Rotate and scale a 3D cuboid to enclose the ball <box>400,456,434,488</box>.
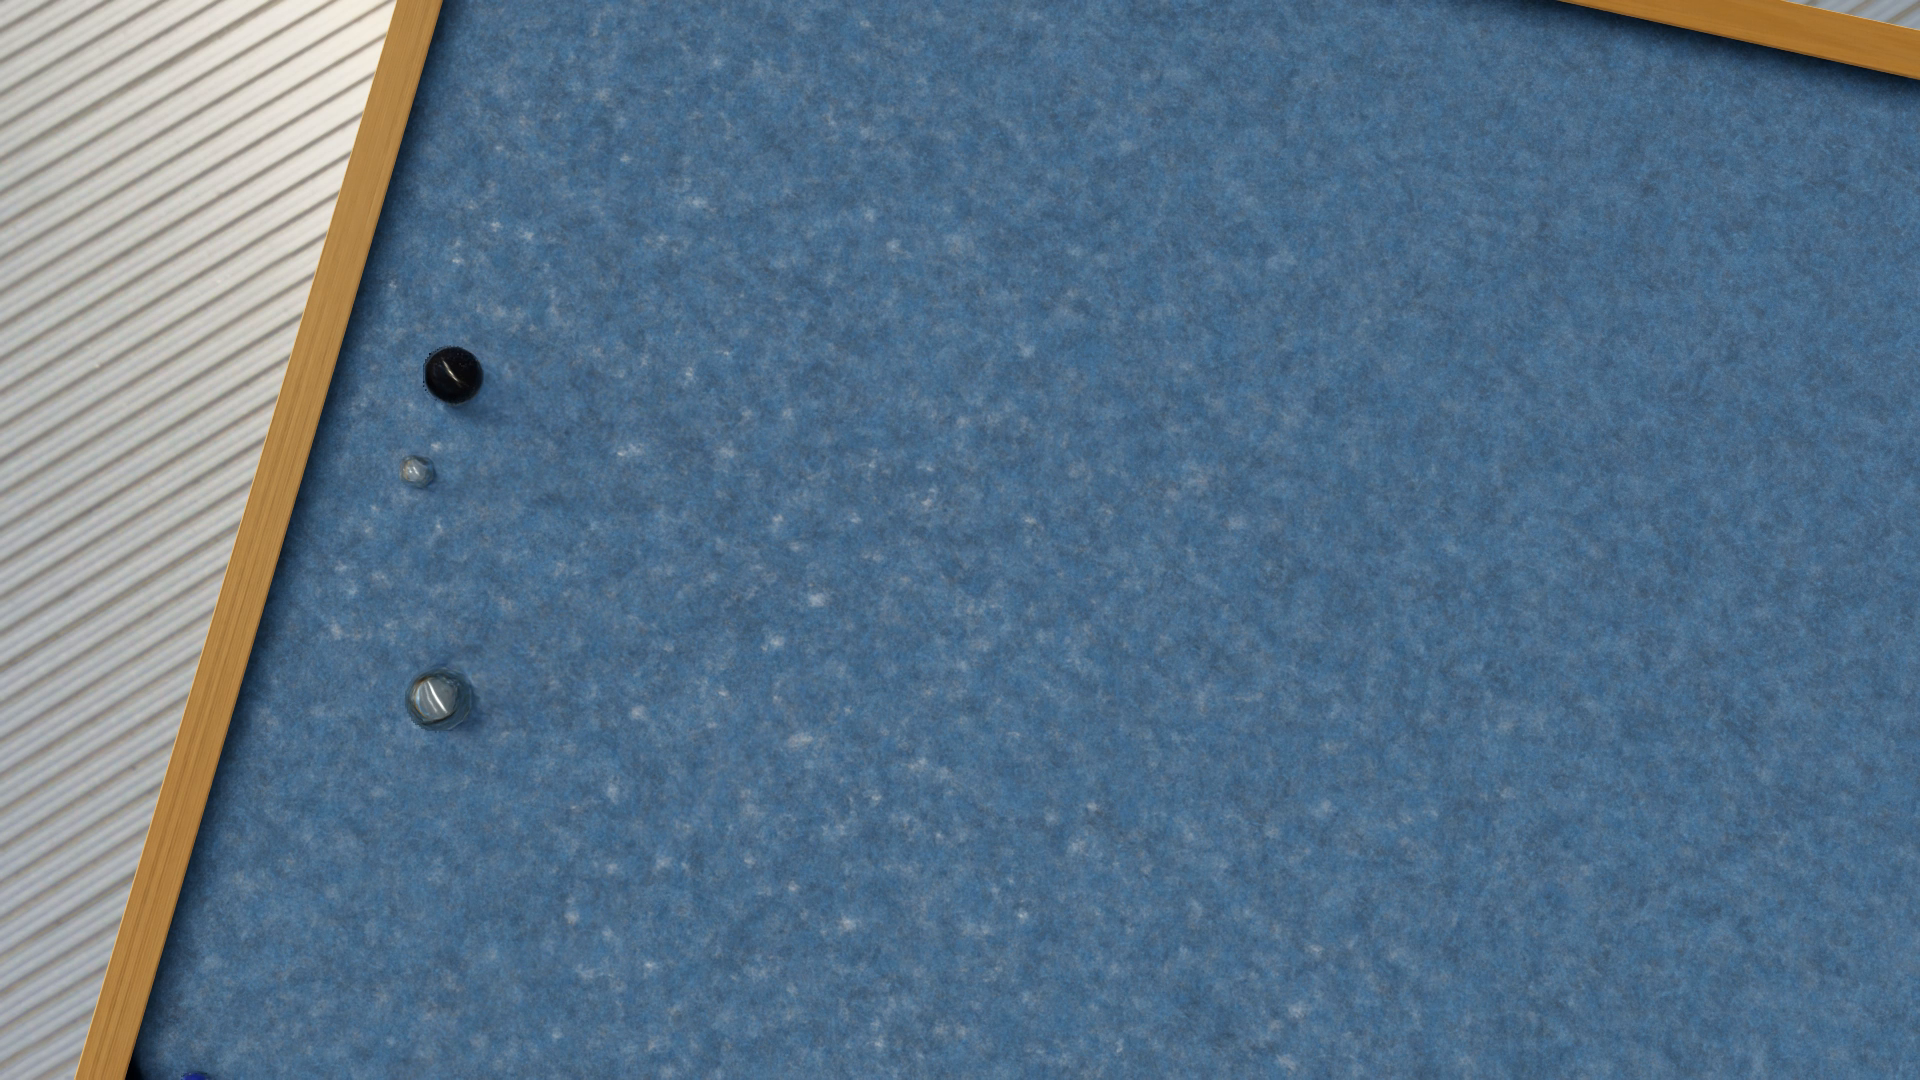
[{"bbox_3d":[-0.818,-0.103,3.315,0.049,0.049,0.049,0,80,0],"label":"ball"}]

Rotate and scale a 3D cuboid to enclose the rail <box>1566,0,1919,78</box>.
[{"bbox_3d":[1.236,-0.788,3.396,4.080,0.129,0.045,13,80,2],"label":"rail"}]

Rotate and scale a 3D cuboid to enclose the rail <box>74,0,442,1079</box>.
[{"bbox_3d":[-0.970,-0.231,3.296,0.045,0.129,2.162,13,80,2],"label":"rail"}]

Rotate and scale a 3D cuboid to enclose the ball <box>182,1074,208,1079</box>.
[{"bbox_3d":[-1.099,0.790,3.155,0.048,0.048,0.048,0,80,0],"label":"ball"}]

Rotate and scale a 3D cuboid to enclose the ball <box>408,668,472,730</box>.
[{"bbox_3d":[-0.765,0.233,3.232,0.092,0.092,0.092,0,80,0],"label":"ball"}]

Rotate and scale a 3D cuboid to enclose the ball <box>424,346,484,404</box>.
[{"bbox_3d":[-0.764,-0.248,3.321,0.087,0.087,0.087,0,80,0],"label":"ball"}]
